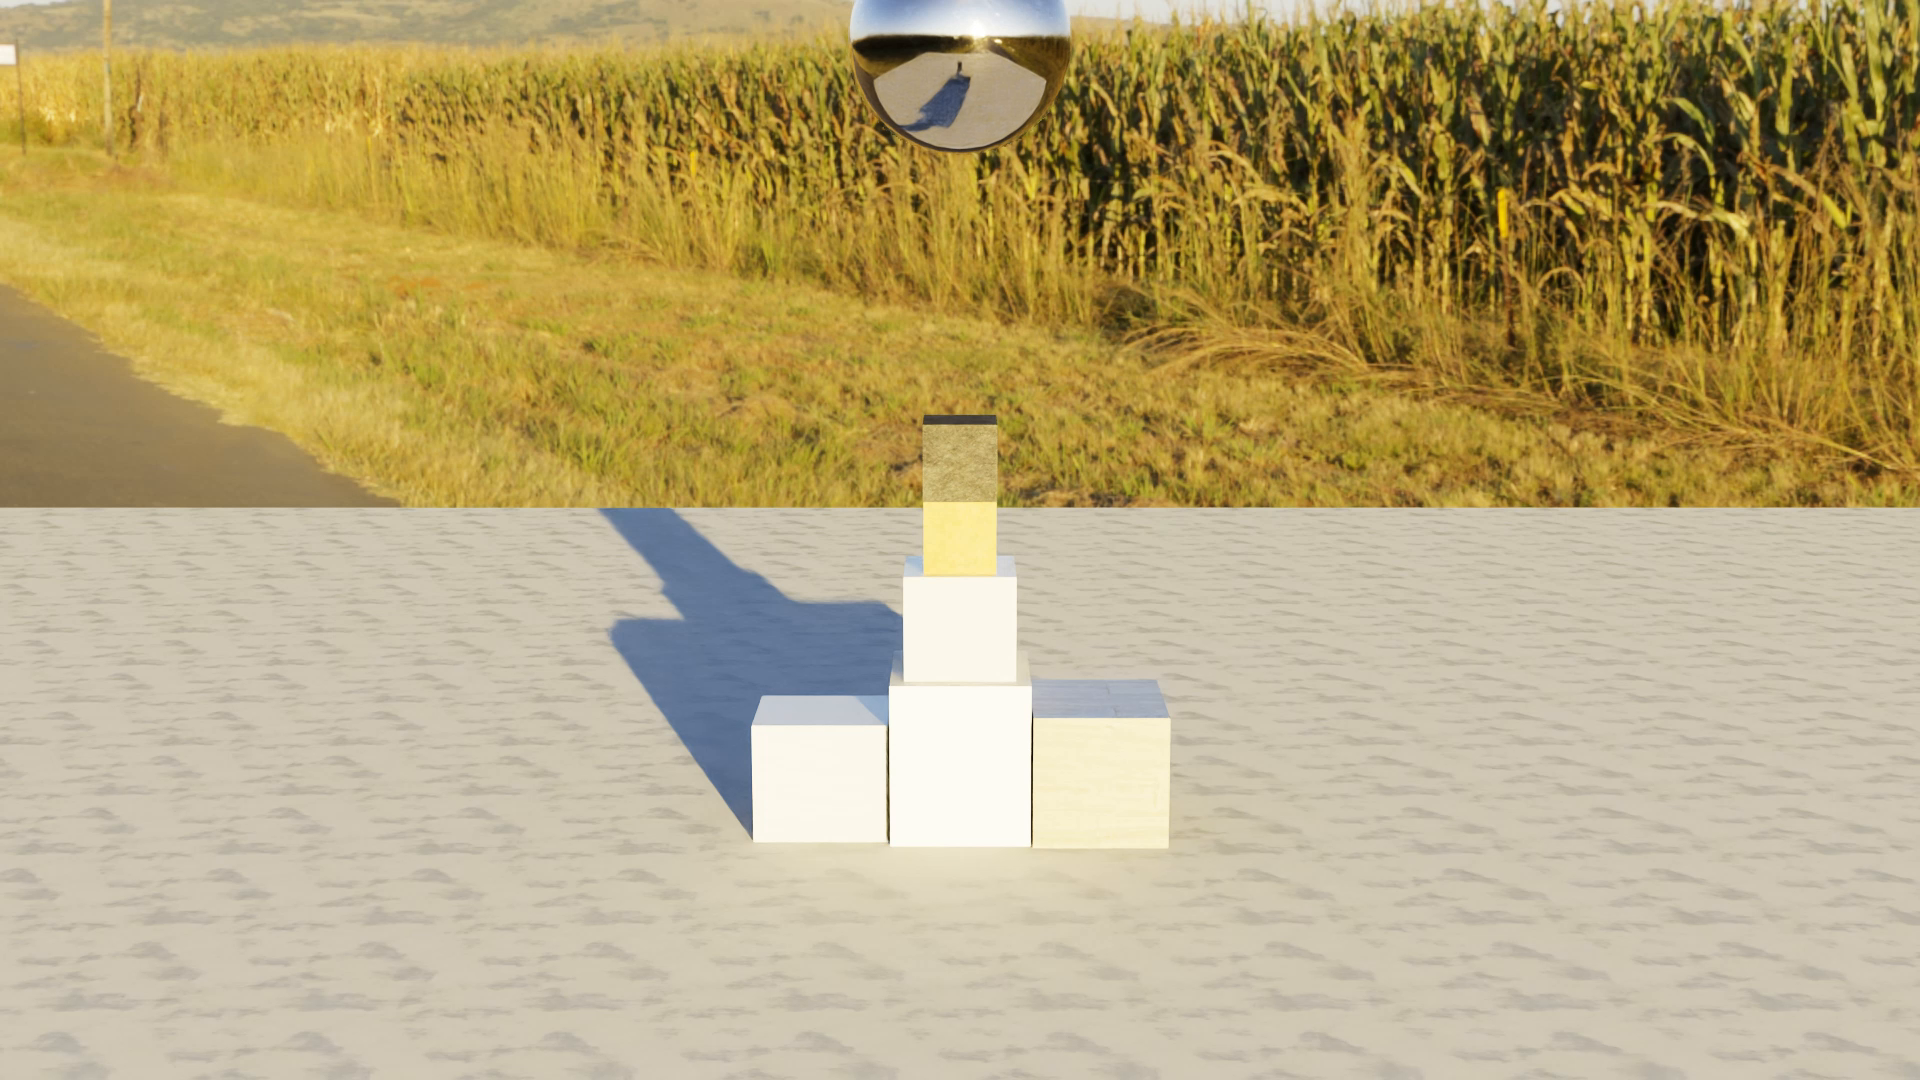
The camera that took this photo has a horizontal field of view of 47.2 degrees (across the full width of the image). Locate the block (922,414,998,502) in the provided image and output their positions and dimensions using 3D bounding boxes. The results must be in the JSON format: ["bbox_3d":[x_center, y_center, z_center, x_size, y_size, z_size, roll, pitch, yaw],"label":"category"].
[{"bbox_3d":[0.000,-0.415,11.116,0.370,0.389,0.401,0,10,0],"label":"block"}]

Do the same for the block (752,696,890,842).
[{"bbox_3d":[-0.704,1.177,11.391,0.685,0.608,0.604,0,10,0],"label":"block"}]

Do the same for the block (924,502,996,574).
[{"bbox_3d":[0.000,-0.045,11.183,0.363,0.363,0.386,0,10,0],"label":"block"}]

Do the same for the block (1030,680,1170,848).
[{"bbox_3d":[0.706,1.146,11.383,0.681,0.673,0.803,0,10,0],"label":"block"}]

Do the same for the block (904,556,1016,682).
[{"bbox_3d":[0.000,0.396,11.267,0.563,0.533,0.577,0,10,0],"label":"block"}]

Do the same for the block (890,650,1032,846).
[{"bbox_3d":[0.002,1.066,11.385,0.707,0.829,0.778,0,10,0],"label":"block"}]

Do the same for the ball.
[{"bbox_3d":[0.000,-3.577,15.769,1.600,1.600,1.600,0,10,0],"label":"ball"}]
